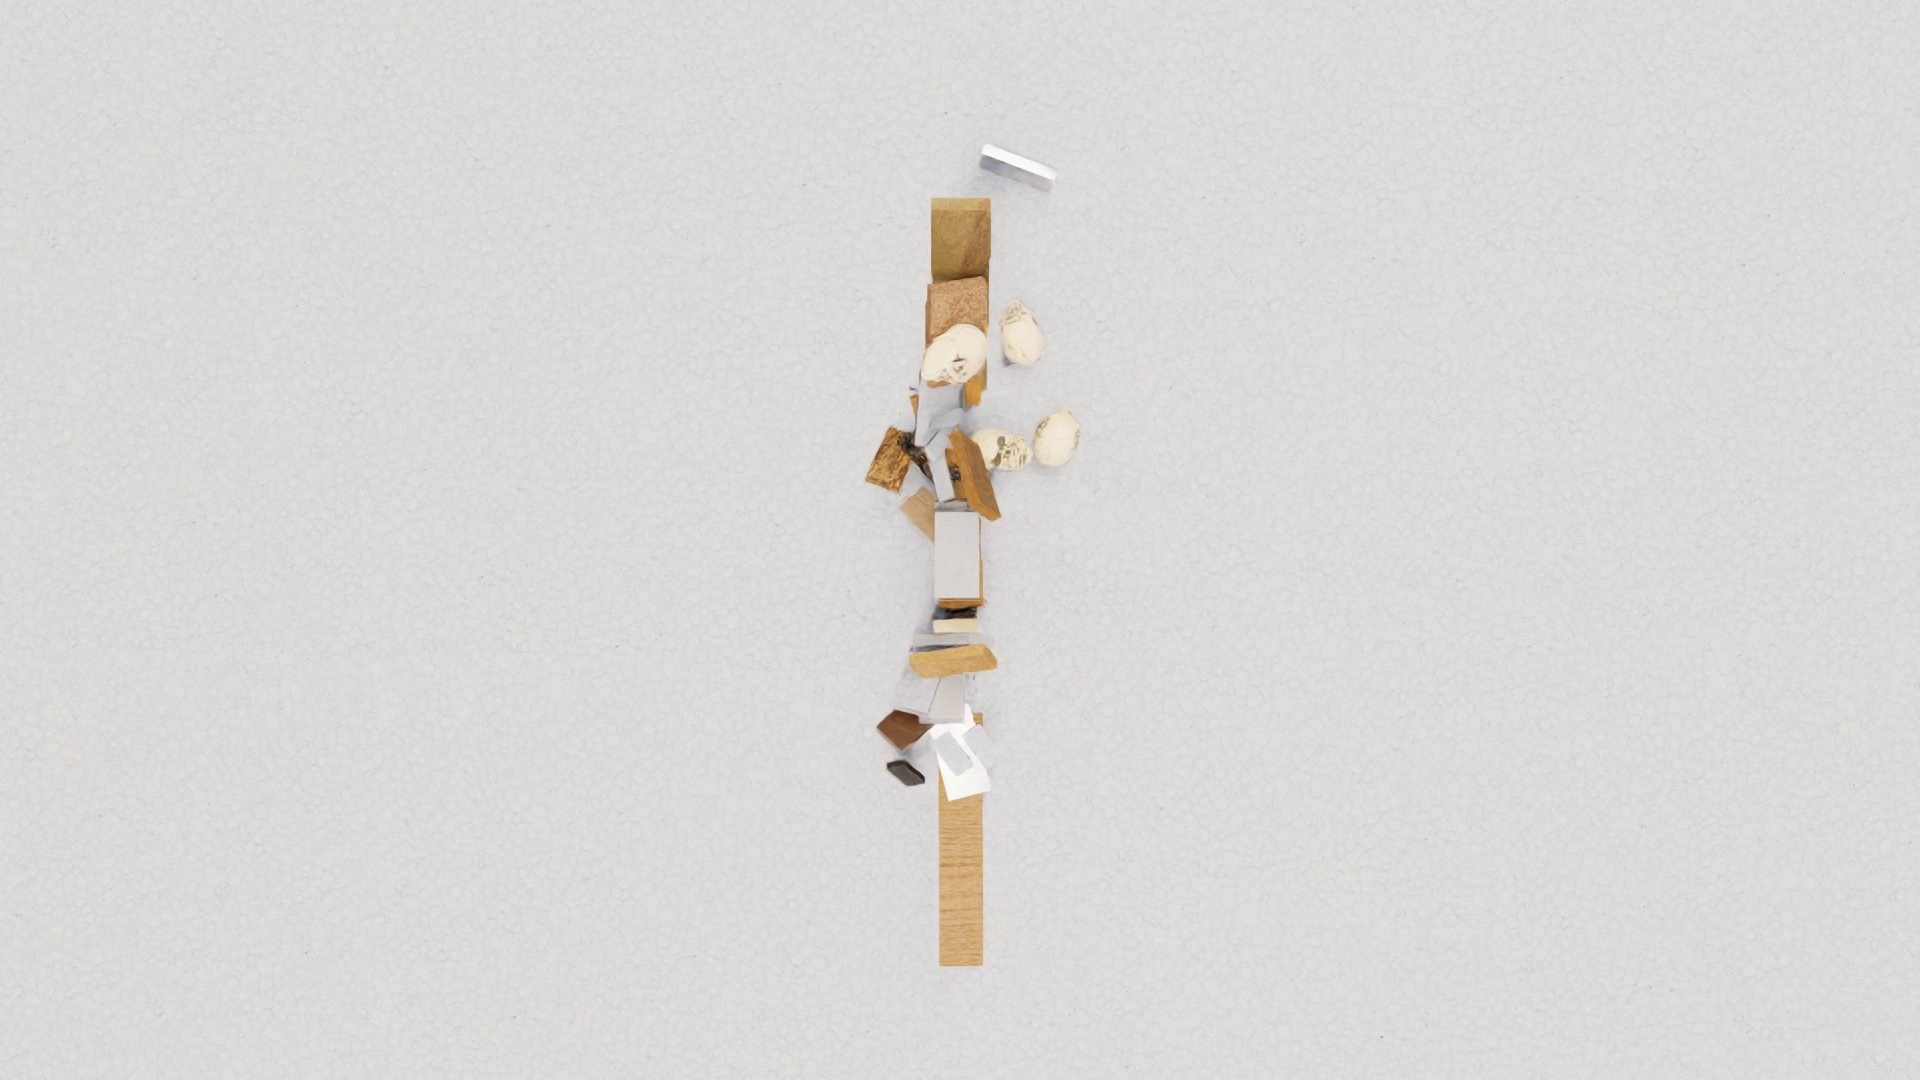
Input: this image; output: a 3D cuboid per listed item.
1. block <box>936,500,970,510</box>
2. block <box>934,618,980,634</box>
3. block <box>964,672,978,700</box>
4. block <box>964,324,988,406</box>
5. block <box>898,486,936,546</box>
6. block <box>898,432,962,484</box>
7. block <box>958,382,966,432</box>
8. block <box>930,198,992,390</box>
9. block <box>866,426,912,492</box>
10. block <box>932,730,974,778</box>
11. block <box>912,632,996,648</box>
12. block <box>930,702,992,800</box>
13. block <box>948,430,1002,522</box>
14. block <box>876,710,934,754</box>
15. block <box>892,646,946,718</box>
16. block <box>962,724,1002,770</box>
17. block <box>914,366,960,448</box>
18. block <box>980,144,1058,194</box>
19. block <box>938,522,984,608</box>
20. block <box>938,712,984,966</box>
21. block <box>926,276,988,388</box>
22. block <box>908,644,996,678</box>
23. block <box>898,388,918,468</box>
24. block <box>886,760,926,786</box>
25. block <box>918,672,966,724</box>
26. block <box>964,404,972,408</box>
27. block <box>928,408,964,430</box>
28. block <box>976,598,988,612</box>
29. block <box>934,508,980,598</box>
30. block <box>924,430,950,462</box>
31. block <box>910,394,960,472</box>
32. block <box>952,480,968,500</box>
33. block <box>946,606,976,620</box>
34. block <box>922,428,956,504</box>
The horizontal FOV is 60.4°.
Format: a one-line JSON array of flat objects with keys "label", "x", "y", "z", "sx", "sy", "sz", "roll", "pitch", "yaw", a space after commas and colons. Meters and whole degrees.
[{"label": "block", "x": -0.021, "y": -0.004, "z": 5.241, "sx": 0.115, "sy": 0.033, "sz": 0.251, "roll": 0, "pitch": 106, "yaw": -2}, {"label": "block", "x": -0.010, "y": 0.283, "z": 5.300, "sx": 0.140, "sy": 0.398, "sz": 0.040, "roll": -1, "pitch": 85, "yaw": 0}, {"label": "block", "x": 0.015, "y": 0.465, "z": 5.487, "sx": 0.066, "sy": 0.019, "sz": 0.131, "roll": -9, "pitch": 90, "yaw": 7}, {"label": "block", "x": -0.012, "y": -0.552, "z": 5.185, "sx": 0.173, "sy": 0.347, "sz": 0.049, "roll": 3, "pitch": 57, "yaw": -2}, {"label": "block", "x": -0.086, "y": -0.061, "z": 5.330, "sx": 0.107, "sy": 0.030, "sz": 0.214, "roll": -42, "pitch": 78, "yaw": -8}, {"label": "block", "x": -0.089, "y": -0.269, "z": 5.331, "sx": 0.115, "sy": 0.033, "sz": 0.230, "roll": -25, "pitch": 57, "yaw": -27}, {"label": "block", "x": -0.051, "y": -0.406, "z": 5.261, "sx": 0.125, "sy": 0.035, "sz": 0.250, "roll": 3, "pitch": 128, "yaw": -1}, {"label": "block", "x": 0.002, "y": -0.741, "z": 5.110, "sx": 0.173, "sy": 0.875, "sz": 0.049, "roll": 1, "pitch": 59, "yaw": 0}, {"label": "block", "x": -0.215, "y": -0.262, "z": 5.352, "sx": 0.115, "sy": 0.033, "sz": 0.230, "roll": 21, "pitch": 51, "yaw": 2}, {"label": "block", "x": -0.026, "y": 0.700, "z": 5.395, "sx": 0.069, "sy": 0.020, "sz": 0.139, "roll": -37, "pitch": 79, "yaw": 0}, {"label": "block", "x": -0.020, "y": 0.322, "z": 5.274, "sx": 0.244, "sy": 0.122, "sz": 0.035, "roll": -5, "pitch": 80, "yaw": 41}, {"label": "block", "x": -0.003, "y": 0.698, "z": 5.438, "sx": 0.146, "sy": 0.041, "sz": 0.292, "roll": -15, "pitch": 90, "yaw": 0}, {"label": "block", "x": 0.046, "y": -0.199, "z": 5.087, "sx": 0.036, "sy": 0.126, "sz": 0.282, "roll": -30, "pitch": 54, "yaw": 20}, {"label": "block", "x": -0.144, "y": 0.575, "z": 5.390, "sx": 0.244, "sy": 0.035, "sz": 0.122, "roll": -42, "pitch": 68, "yaw": -18}, {"label": "block", "x": -0.126, "y": 0.450, "z": 5.358, "sx": 0.122, "sy": 0.035, "sz": 0.244, "roll": 13, "pitch": 59, "yaw": 10}, {"label": "block", "x": 0.073, "y": 0.677, "z": 5.409, "sx": 0.069, "sy": 0.020, "sz": 0.139, "roll": -35, "pitch": 95, "yaw": -14}, {"label": "block", "x": -0.070, "y": -0.413, "z": 5.143, "sx": 0.125, "sy": 0.035, "sz": 0.250, "roll": 3, "pitch": 111, "yaw": -8}, {"label": "block", "x": 0.191, "y": -1.222, "z": 5.430, "sx": 0.253, "sy": 0.126, "sz": 0.036, "roll": 21, "pitch": 82, "yaw": 0}, {"label": "block", "x": -0.001, "y": 0.075, "z": 5.225, "sx": 0.140, "sy": 0.040, "sz": 0.280, "roll": -3, "pitch": 106, "yaw": -3}, {"label": "block", "x": 0.003, "y": 0.993, "z": 5.479, "sx": 0.146, "sy": 0.041, "sz": 0.834, "roll": 0, "pitch": 90, "yaw": 0}, {"label": "block", "x": -0.013, "y": -0.620, "z": 4.949, "sx": 0.173, "sy": 0.049, "sz": 0.347, "roll": -11, "pitch": 135, "yaw": -13}, {"label": "block", "x": -0.023, "y": 0.387, "z": 5.251, "sx": 0.253, "sy": 0.126, "sz": 0.036, "roll": -9, "pitch": 62, "yaw": 19}, {"label": "block", "x": -0.137, "y": -0.368, "z": 5.443, "sx": 0.124, "sy": 0.035, "sz": 0.248, "roll": 15, "pitch": 109, "yaw": 0}, {"label": "block", "x": -0.177, "y": 0.769, "z": 5.432, "sx": 0.069, "sy": 0.139, "sz": 0.020, "roll": -15, "pitch": 49, "yaw": 25}, {"label": "block", "x": -0.057, "y": 0.457, "z": 5.405, "sx": 0.146, "sy": 0.041, "sz": 0.292, "roll": 0, "pitch": 62, "yaw": 3}, {"label": "block", "x": -0.015, "y": -0.585, "z": 5.281, "sx": 0.124, "sy": 0.493, "sz": 0.035, "roll": 2, "pitch": 58, "yaw": 0}, {"label": "block", "x": -0.043, "y": -0.376, "z": 5.105, "sx": 0.106, "sy": 0.053, "sz": 0.015, "roll": -13, "pitch": 45, "yaw": -9}, {"label": "block", "x": 0.052, "y": 0.229, "z": 5.476, "sx": 0.092, "sy": 0.046, "sz": 0.013, "roll": -43, "pitch": 83, "yaw": 0}, {"label": "block", "x": -0.010, "y": 0.043, "z": 5.172, "sx": 0.140, "sy": 0.040, "sz": 0.280, "roll": -1, "pitch": 107, "yaw": -4}, {"label": "block", "x": -0.070, "y": -0.290, "z": 5.060, "sx": 0.015, "sy": 0.106, "sz": 0.053, "roll": -17, "pitch": 114, "yaw": 38}, {"label": "block", "x": -0.067, "y": -0.351, "z": 5.206, "sx": 0.125, "sy": 0.035, "sz": 0.250, "roll": -16, "pitch": 112, "yaw": -1}, {"label": "block", "x": -0.014, "y": -0.121, "z": 5.428, "sx": 0.107, "sy": 0.030, "sz": 0.214, "roll": 9, "pitch": 57, "yaw": 1}, {"label": "block", "x": 0.002, "y": 0.164, "z": 5.312, "sx": 0.098, "sy": 0.028, "sz": 0.195, "roll": -1, "pitch": 95, "yaw": 0}, {"label": "block", "x": -0.065, "y": -0.230, "z": 5.086, "sx": 0.053, "sy": 0.015, "sz": 0.238, "roll": -22, "pitch": 65, "yaw": 18}]
